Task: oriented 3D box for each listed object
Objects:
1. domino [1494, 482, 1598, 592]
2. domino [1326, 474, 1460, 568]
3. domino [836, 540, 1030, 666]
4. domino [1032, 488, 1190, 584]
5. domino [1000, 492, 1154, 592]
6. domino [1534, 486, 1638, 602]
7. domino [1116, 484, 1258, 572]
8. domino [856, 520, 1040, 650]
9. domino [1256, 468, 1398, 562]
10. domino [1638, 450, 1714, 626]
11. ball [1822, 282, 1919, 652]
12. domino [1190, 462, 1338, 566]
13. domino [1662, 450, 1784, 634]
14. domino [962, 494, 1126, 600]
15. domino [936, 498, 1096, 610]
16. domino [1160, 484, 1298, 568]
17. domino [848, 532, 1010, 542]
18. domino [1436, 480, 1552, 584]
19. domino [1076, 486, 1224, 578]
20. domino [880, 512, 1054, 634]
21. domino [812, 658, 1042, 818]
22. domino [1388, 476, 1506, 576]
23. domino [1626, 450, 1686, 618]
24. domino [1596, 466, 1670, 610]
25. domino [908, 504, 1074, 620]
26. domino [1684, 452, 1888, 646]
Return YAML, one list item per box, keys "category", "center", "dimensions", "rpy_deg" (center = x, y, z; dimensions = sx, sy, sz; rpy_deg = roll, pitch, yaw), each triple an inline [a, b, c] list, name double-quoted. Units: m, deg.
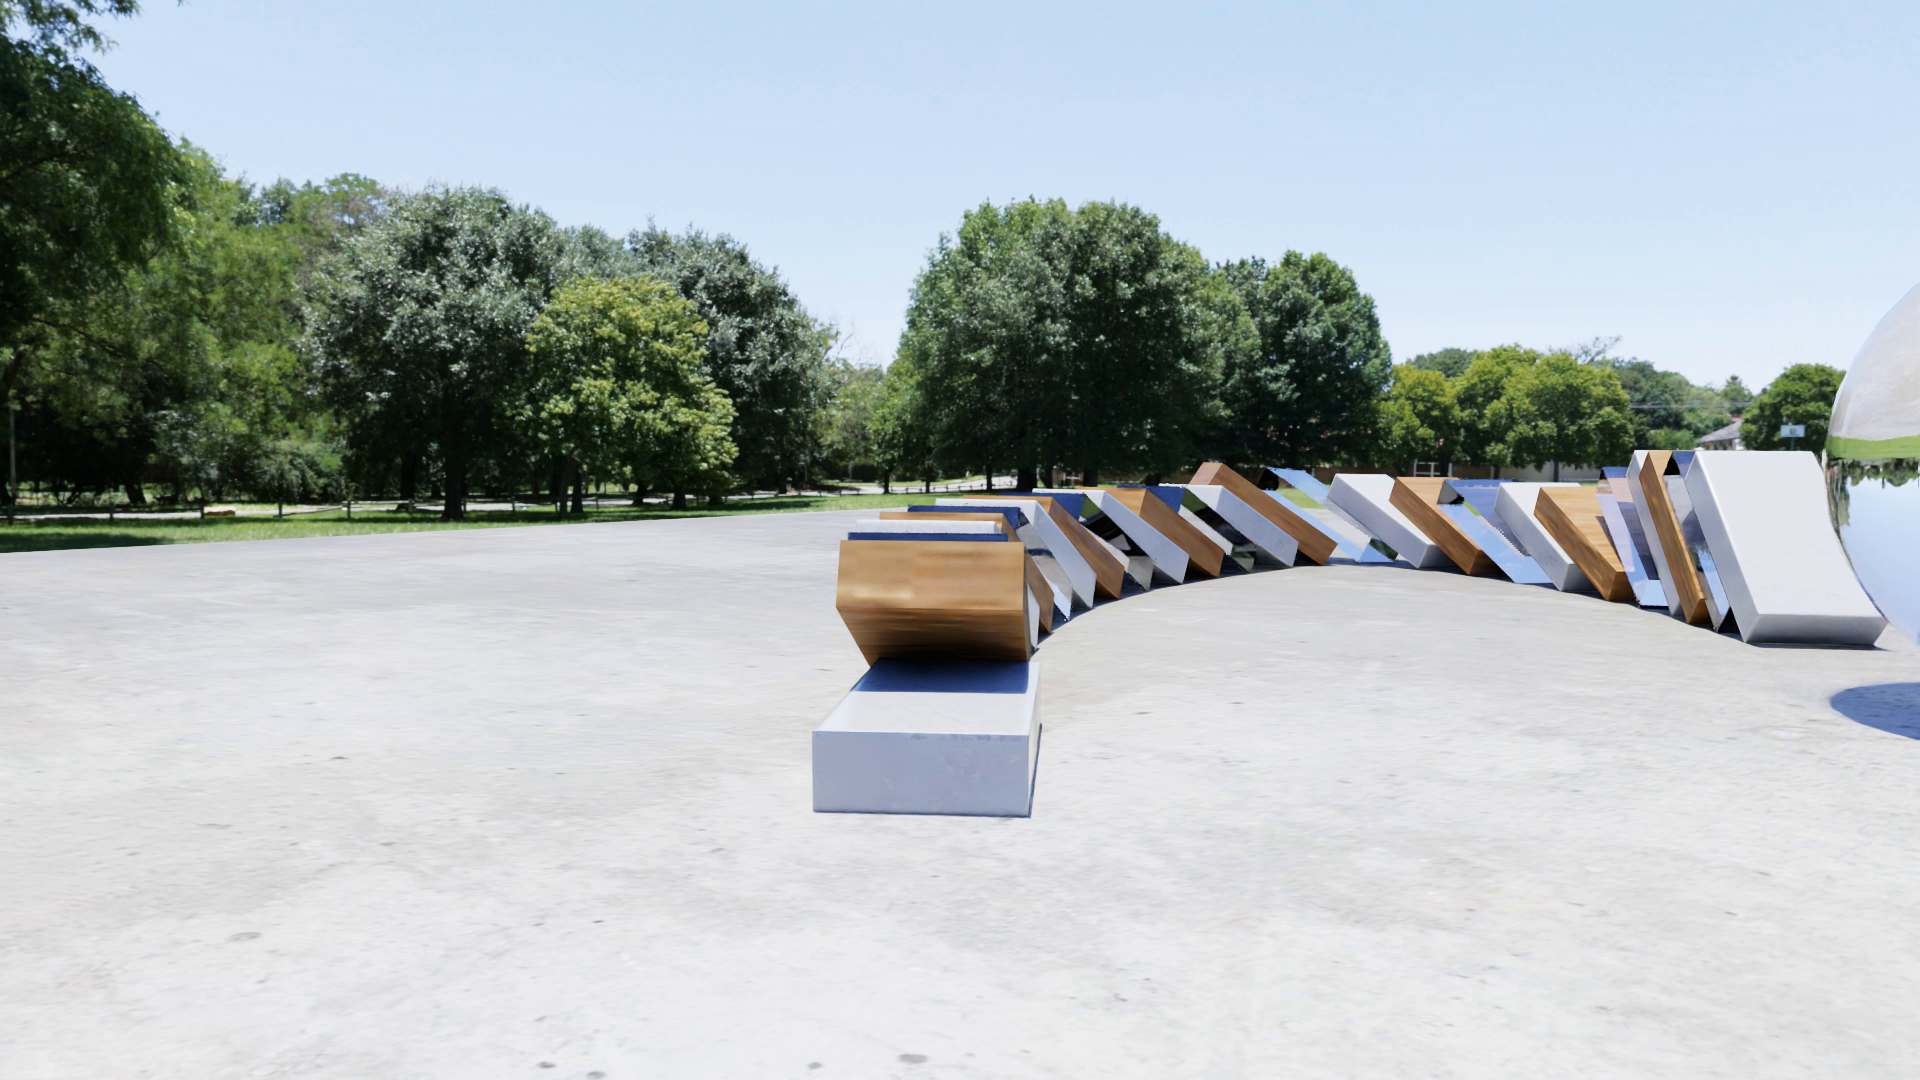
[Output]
- category: "domino"
  center: [0.185, -0.002, 0.389]
  dimensions: [0.025, 0.009, 0.050]
  rpy_deg: [0, 30, -2]
- category: "domino"
  center: [0.156, -0.007, 0.454]
  dimensions: [0.025, 0.009, 0.050]
  rpy_deg: [-1, 31, -27]
- category: "domino"
  center: [-0.002, 0.013, 0.196]
  dimensions: [0.025, 0.010, 0.050]
  rpy_deg: [1, -19, 4]
- category: "domino"
  center: [0.044, -0.001, 0.380]
  dimensions: [0.025, 0.010, 0.050]
  rpy_deg: [4, -19, 41]
- category: "domino"
  center: [0.033, 0.001, 0.358]
  dimensions: [0.025, 0.009, 0.050]
  rpy_deg: [3, -20, 32]
- category: "domino"
  center: [0.187, 0.000, 0.366]
  dimensions: [0.025, 0.009, 0.050]
  rpy_deg: [0, 29, -1]
- category: "domino"
  center: [0.073, -0.003, 0.415]
  dimensions: [0.025, 0.010, 0.050]
  rpy_deg: [4, -19, 42]
- category: "domino"
  center: [-0.001, 0.010, 0.246]
  dimensions: [0.025, 0.009, 0.050]
  rpy_deg: [1, -20, 14]
- category: "domino"
  center: [0.135, -0.009, 0.469]
  dimensions: [0.025, 0.009, 0.050]
  rpy_deg: [1, 31, -43]
- category: "domino"
  center: [0.186, -0.001, 0.314]
  dimensions: [0.025, 0.009, 0.050]
  rpy_deg: [1, 47, 10]
- category: "ball"
  center: [0.176, -0.012, 0.190]
  dimensions: [0.080, 0.080, 0.080]
  rpy_deg: [0, 4, 0]
- category: "domino"
  center: [0.107, -0.010, 0.456]
  dimensions: [0.050, 0.010, 0.025]
  rpy_deg: [34, 1, -6]
- category: "domino"
  center: [0.185, 0.000, 0.300]
  dimensions: [0.025, 0.010, 0.050]
  rpy_deg: [1, 47, 10]
- category: "domino"
  center: [0.022, 0.002, 0.338]
  dimensions: [0.025, 0.009, 0.050]
  rpy_deg: [3, -20, 30]
- category: "domino"
  center: [0.014, 0.004, 0.315]
  dimensions: [0.025, 0.009, 0.050]
  rpy_deg: [2, -20, 24]
- category: "domino"
  center: [0.090, -0.004, 0.433]
  dimensions: [0.025, 0.010, 0.050]
  rpy_deg: [5, -18, 46]
- category: "domino"
  center: [-0.002, 0.012, 0.221]
  dimensions: [0.025, 0.009, 0.050]
  rpy_deg: [1, -19, 7]
- category: "domino"
  center: [0.178, -0.004, 0.413]
  dimensions: [0.025, 0.010, 0.050]
  rpy_deg: [-1, 30, -11]
- category: "domino"
  center: [0.059, -0.002, 0.398]
  dimensions: [0.025, 0.010, 0.050]
  rpy_deg: [4, -19, 42]
- category: "domino"
  center: [0.002, 0.008, 0.270]
  dimensions: [0.025, 0.009, 0.050]
  rpy_deg: [1, -20, 17]
- category: "domino"
  center: [-0.002, 0.025, 0.172]
  dimensions: [0.025, 0.009, 0.050]
  rpy_deg: [0, 4, 5]
- category: "domino"
  center: [0.170, -0.005, 0.434]
  dimensions: [0.025, 0.009, 0.050]
  rpy_deg: [0, 30, -16]
- category: "domino"
  center: [0.190, -0.002, 0.327]
  dimensions: [0.025, 0.010, 0.050]
  rpy_deg: [1, 47, 10]
- category: "domino"
  center: [0.191, -0.001, 0.344]
  dimensions: [0.025, 0.009, 0.050]
  rpy_deg: [1, 38, 10]
- category: "domino"
  center: [0.008, 0.006, 0.293]
  dimensions: [0.025, 0.009, 0.050]
  rpy_deg: [2, -20, 19]
- category: "domino"
  center: [0.183, 0.001, 0.286]
  dimensions: [0.025, 0.010, 0.050]
  rpy_deg: [1, 47, 10]
